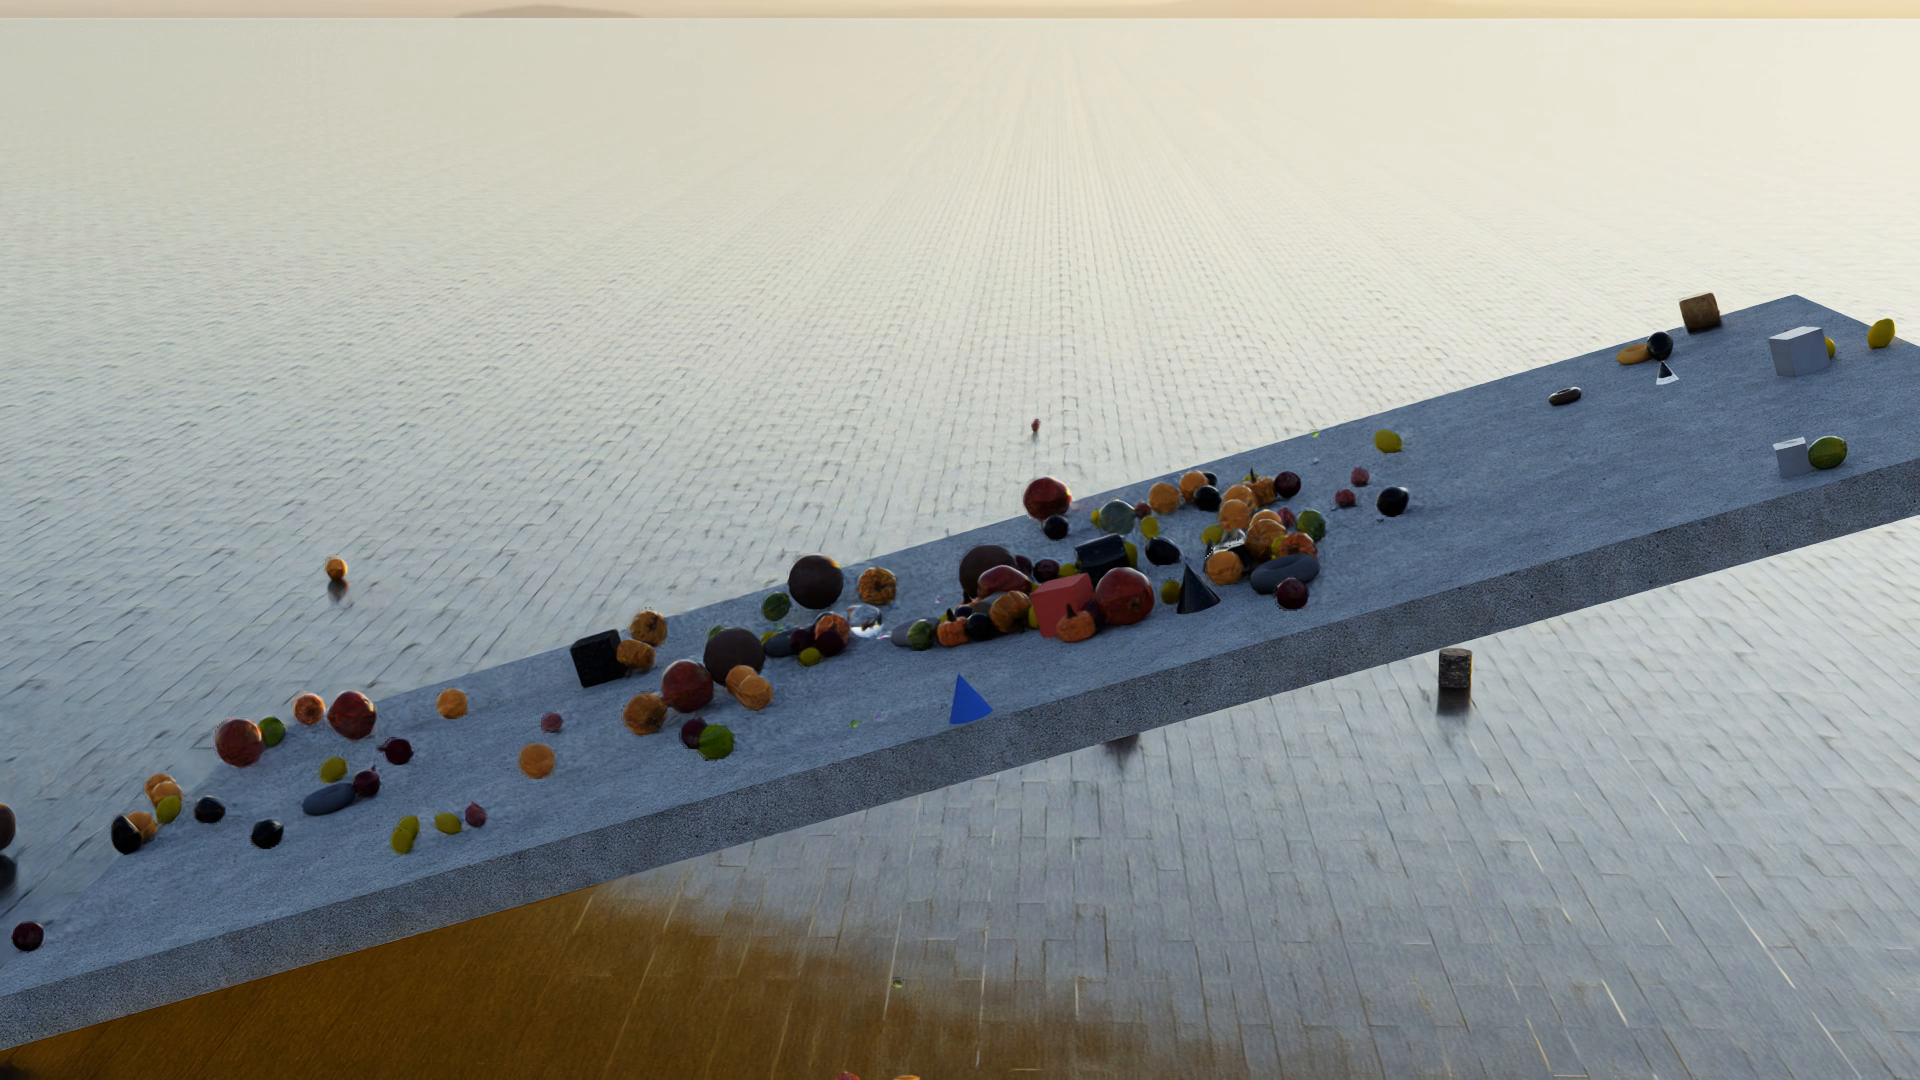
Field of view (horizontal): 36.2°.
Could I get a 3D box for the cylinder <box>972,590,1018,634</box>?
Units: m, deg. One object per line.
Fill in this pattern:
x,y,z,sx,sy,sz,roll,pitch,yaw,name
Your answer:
0.072,0.149,6.067,0.069,0.069,0.069,8,24,37,cylinder

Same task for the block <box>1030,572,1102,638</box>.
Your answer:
0.211,0.131,5.861,0.094,0.094,0.094,-12,11,27,block

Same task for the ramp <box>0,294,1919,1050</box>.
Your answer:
0.091,0.187,6.319,4.000,0.100,2.000,-16,10,5,ramp

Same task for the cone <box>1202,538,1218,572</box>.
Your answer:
0.518,0.026,6.011,0.065,0.065,0.065,-16,10,3,cone

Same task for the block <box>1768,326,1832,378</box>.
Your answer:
1.771,-0.397,6.205,0.083,0.083,0.083,-19,10,-11,block

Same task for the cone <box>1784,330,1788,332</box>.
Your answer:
1.800,-0.398,6.284,0.089,0.089,0.089,11,12,6,cone

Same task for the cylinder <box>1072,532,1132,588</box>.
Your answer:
0.298,0.045,6.179,0.097,0.097,0.097,-18,13,-5,cylinder

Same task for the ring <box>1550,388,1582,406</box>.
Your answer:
1.368,-0.325,6.647,0.075,0.025,0.075,-18,6,2,ring

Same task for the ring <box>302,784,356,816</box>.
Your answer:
-1.347,0.555,6.282,0.118,0.039,0.118,-17,11,3,ring

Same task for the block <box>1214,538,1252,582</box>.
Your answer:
0.547,0.040,5.887,0.063,0.063,0.063,-16,10,6,block

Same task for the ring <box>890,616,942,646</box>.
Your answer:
-0.092,0.192,6.191,0.112,0.037,0.112,-17,9,3,ring

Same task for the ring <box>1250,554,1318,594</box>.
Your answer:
0.626,0.065,5.672,0.137,0.046,0.137,-17,10,3,ring

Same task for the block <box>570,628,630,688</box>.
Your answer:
-0.832,0.274,6.799,0.097,0.097,0.097,-17,10,7,block

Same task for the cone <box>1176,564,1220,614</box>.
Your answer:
0.452,0.087,5.714,0.089,0.089,0.089,-16,10,3,cone

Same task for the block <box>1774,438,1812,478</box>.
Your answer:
1.514,-0.149,5.345,0.055,0.055,0.055,-14,10,14,block

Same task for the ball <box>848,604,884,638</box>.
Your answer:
-0.203,0.176,6.355,0.075,0.075,0.075,0,11,0,ball

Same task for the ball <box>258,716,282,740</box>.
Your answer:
-1.714,0.469,7.305,0.060,0.060,0.060,0,11,0,ball

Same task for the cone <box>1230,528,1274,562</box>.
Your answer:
0.596,0.024,5.969,0.087,0.087,0.087,9,10,-6,cone

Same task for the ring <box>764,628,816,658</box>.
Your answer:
-0.374,0.225,6.473,0.122,0.041,0.122,-17,9,3,ring

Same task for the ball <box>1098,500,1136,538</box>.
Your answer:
0.354,-0.047,6.628,0.086,0.086,0.086,0,11,0,ball

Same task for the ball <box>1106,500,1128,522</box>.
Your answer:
0.364,-0.067,6.826,0.050,0.050,0.050,0,11,0,ball

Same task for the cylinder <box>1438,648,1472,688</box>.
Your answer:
1.419,0.367,8.424,0.095,0.095,0.095,0,11,0,cylinder

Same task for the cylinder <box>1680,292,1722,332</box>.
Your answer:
1.769,-0.543,7.028,0.079,0.079,0.079,-16,8,10,cylinder

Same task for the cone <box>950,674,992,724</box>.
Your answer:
0.009,0.283,5.385,0.083,0.083,0.083,-16,10,3,cone

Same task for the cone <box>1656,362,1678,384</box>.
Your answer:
1.564,-0.376,6.531,0.050,0.050,0.050,-16,10,3,cone

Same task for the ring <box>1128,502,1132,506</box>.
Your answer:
0.368,-0.069,6.903,0.078,0.026,0.078,-15,10,3,ring

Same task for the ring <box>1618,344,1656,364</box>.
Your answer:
1.582,-0.435,6.880,0.092,0.031,0.092,-16,14,4,ring
